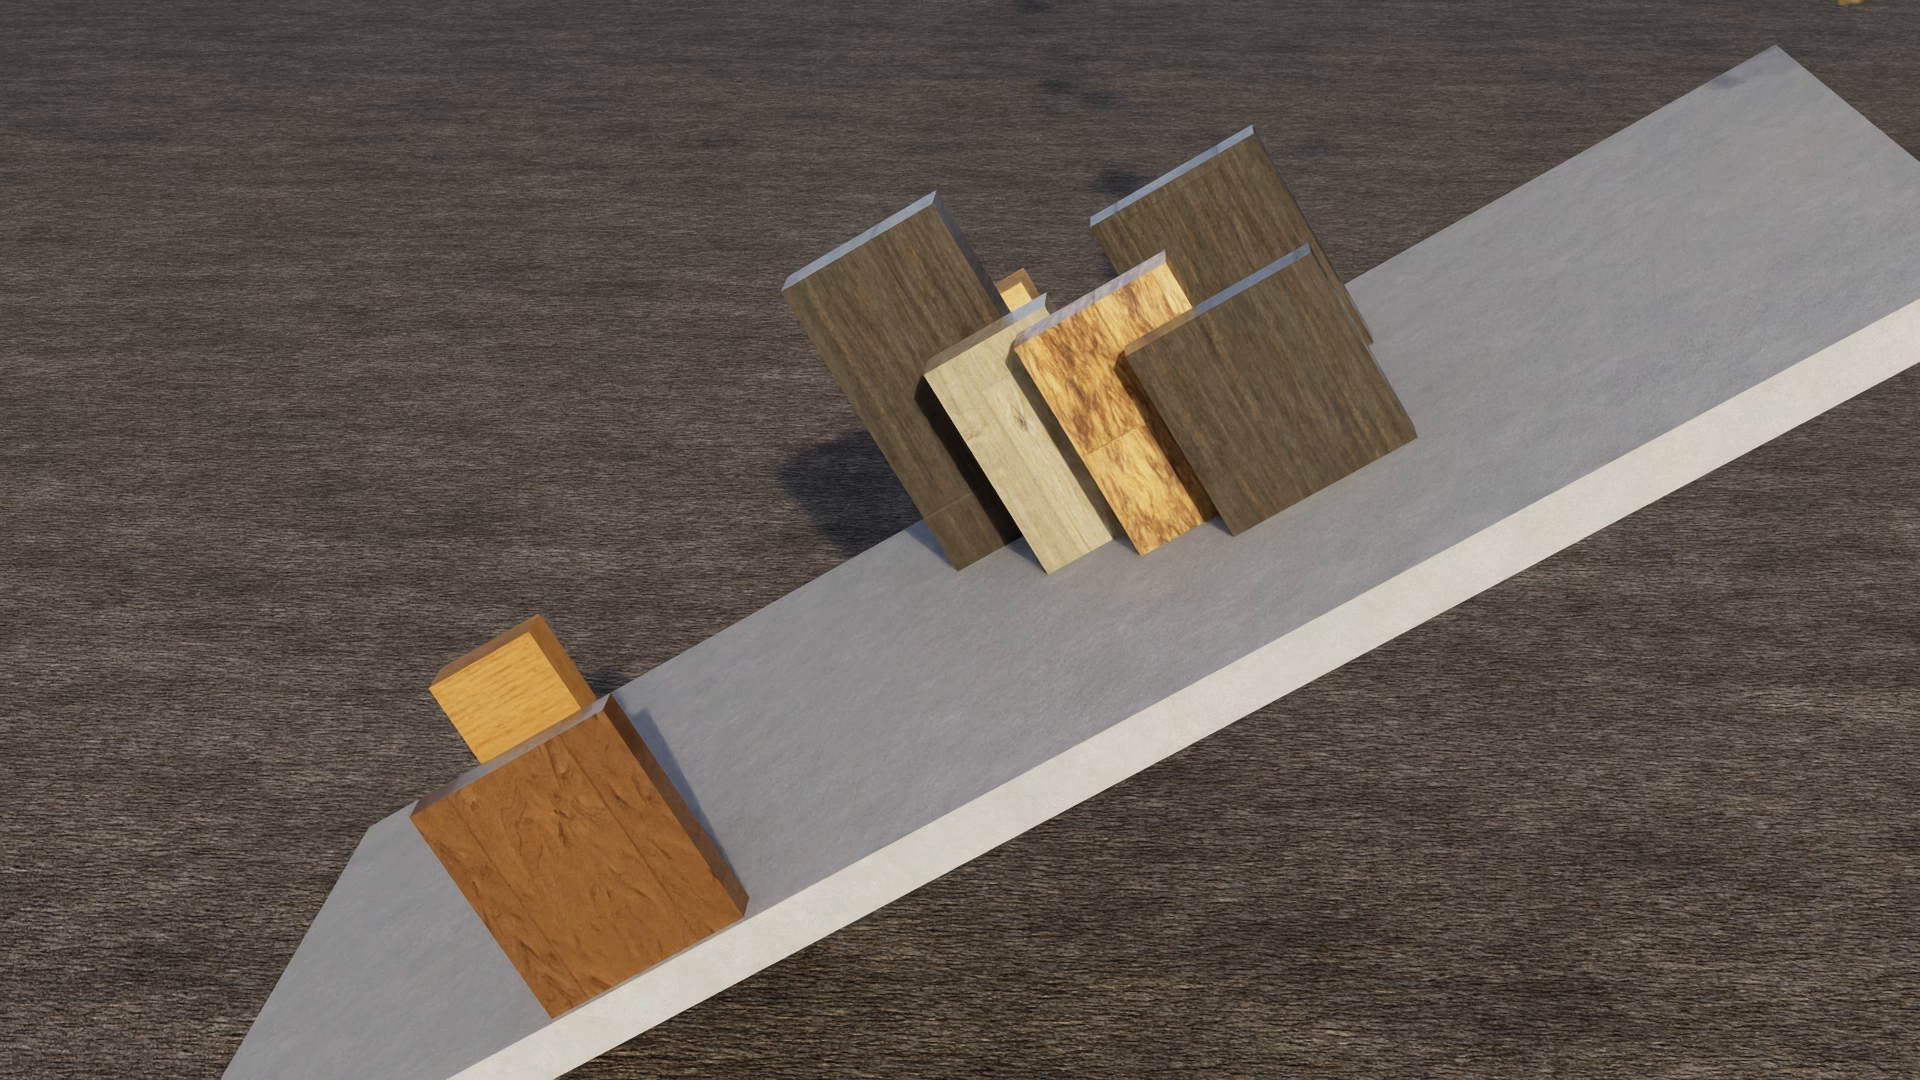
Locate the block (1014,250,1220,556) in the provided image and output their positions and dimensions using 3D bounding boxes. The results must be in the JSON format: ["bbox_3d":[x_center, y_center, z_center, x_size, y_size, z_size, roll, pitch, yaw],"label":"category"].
[{"bbox_3d":[0.394,-0.277,6.002,0.351,0.512,0.110,-29,15,12],"label":"block"}]

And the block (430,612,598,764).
[{"bbox_3d":[-0.792,0.458,5.901,0.240,0.584,0.105,-29,15,12],"label":"block"}]

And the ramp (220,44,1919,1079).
[{"bbox_3d":[0.142,0.168,6.287,4.000,0.100,2.000,-29,15,12],"label":"ramp"}]

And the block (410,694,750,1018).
[{"bbox_3d":[-0.708,0.594,5.494,0.433,0.479,0.084,-29,15,12],"label":"block"}]

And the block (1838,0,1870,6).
[{"bbox_3d":[1.837,-1.190,5.924,0.146,0.146,0.146,-4,45,29],"label":"block"}]

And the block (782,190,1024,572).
[{"bbox_3d":[-0.029,-0.354,6.630,0.394,0.759,0.140,-29,15,12],"label":"block"}]

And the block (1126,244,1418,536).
[{"bbox_3d":[0.610,-0.292,5.773,0.410,0.429,0.083,-29,15,12],"label":"block"}]

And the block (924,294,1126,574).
[{"bbox_3d":[0.185,-0.225,6.258,0.295,0.513,0.117,-29,15,12],"label":"block"}]

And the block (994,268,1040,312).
[{"bbox_3d":[0.085,-0.348,7.019,0.409,0.437,0.144,-29,15,12],"label":"block"}]

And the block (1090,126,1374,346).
[{"bbox_3d":[0.601,-0.575,6.494,0.408,0.539,0.099,-29,15,12],"label":"block"}]
